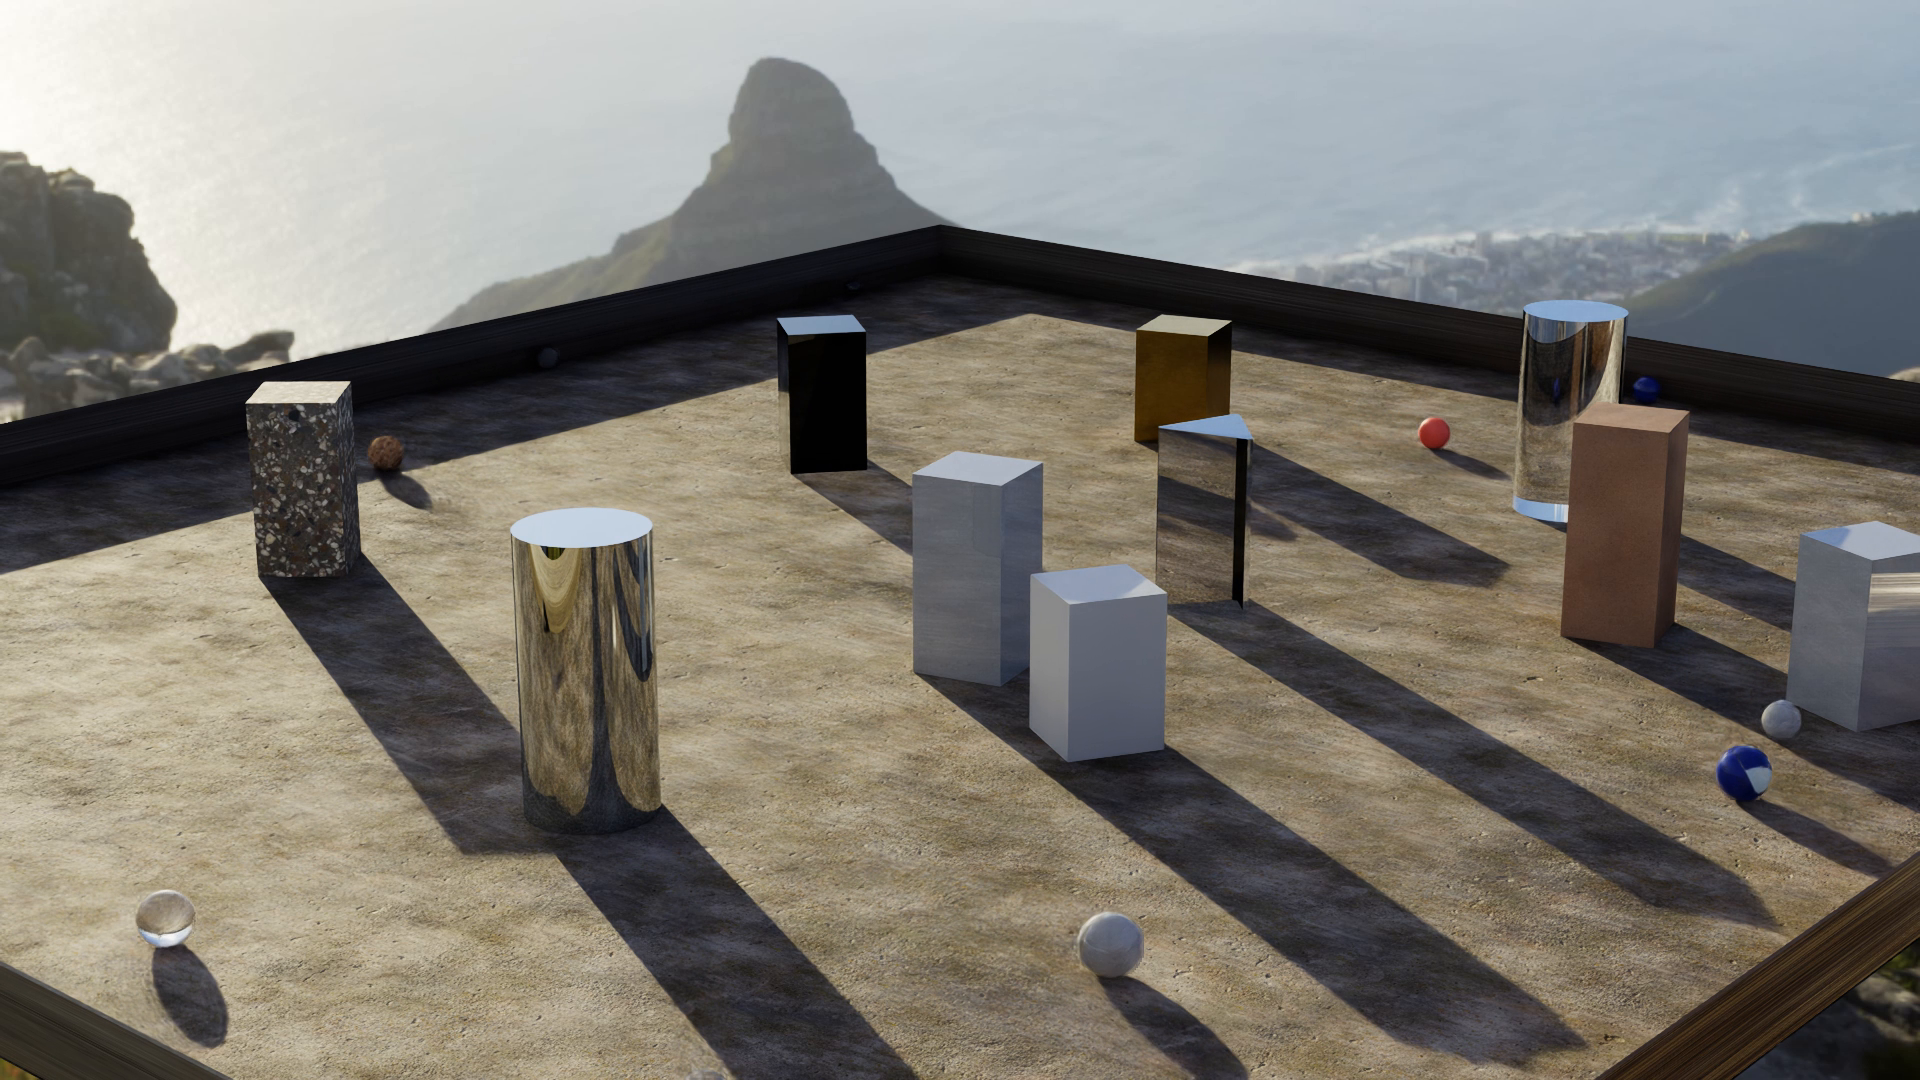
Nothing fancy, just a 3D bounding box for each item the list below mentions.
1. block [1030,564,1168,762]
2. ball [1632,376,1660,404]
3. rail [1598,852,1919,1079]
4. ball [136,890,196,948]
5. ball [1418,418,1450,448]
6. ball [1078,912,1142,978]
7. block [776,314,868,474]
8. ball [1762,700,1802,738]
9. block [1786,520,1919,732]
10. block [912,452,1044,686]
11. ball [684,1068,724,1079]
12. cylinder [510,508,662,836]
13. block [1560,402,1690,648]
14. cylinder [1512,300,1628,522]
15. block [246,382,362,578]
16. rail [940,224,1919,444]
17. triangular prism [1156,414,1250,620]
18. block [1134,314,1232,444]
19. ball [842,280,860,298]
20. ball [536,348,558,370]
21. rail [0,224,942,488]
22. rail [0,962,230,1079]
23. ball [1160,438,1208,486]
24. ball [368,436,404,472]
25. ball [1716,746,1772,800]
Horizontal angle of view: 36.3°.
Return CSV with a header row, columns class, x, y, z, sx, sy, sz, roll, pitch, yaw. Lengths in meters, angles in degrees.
class,x,y,z,sx,sy,sz,roll,pitch,yaw
block,0.207,0.183,4.414,0.156,0.247,0.156,-6,18,-19
ball,1.506,-0.330,6.437,0.061,0.061,0.061,0,17,0
rail,1.399,0.382,3.958,0.045,0.127,4.160,14,22,39
ball,-1.010,0.481,3.727,0.073,0.073,0.073,0,17,0
ball,0.982,-0.222,6.071,0.065,0.065,0.065,0,17,0
ball,0.186,0.502,3.642,0.081,0.081,0.081,0,17,0
block,-0.279,-0.296,5.933,0.156,0.286,0.156,-3,17,-11
ball,1.246,0.272,4.445,0.059,0.059,0.059,0,17,0
block,1.403,0.132,4.537,0.156,0.274,0.156,-8,19,-25
block,0.029,0.044,4.725,0.156,0.333,0.156,8,19,25
ball,-0.287,0.622,3.289,0.056,0.056,0.056,0,17,0
cylinder,-0.523,0.183,4.117,0.195,0.419,0.195,0,17,0
block,1.111,-0.027,4.899,0.156,0.369,0.156,8,18,24
cylinder,1.164,-0.248,5.597,0.195,0.388,0.195,0,17,0
block,-1.175,-0.110,5.260,0.156,0.319,0.156,0,17,-1
rail,1.348,-0.417,6.607,3.752,0.127,0.045,14,22,39
triangular prism,0.446,-0.046,5.050,0.169,0.319,0.146,9,19,26
block,0.467,-0.333,6.139,0.156,0.239,0.156,7,18,22
ball,-0.276,-0.642,7.497,0.046,0.046,0.046,0,17,0
ball,-0.950,-0.418,6.745,0.051,0.051,0.051,0,17,0
rail,-1.399,-0.319,6.283,0.045,0.127,4.160,14,22,39
rail,-1.348,0.480,3.633,3.752,0.127,0.045,14,22,39
ball,0.443,-0.154,5.789,0.098,0.098,0.098,0,17,0
ball,-1.155,-0.174,5.904,0.071,0.071,0.071,0,17,0
ball,1.125,0.334,4.206,0.079,0.079,0.079,0,17,0
